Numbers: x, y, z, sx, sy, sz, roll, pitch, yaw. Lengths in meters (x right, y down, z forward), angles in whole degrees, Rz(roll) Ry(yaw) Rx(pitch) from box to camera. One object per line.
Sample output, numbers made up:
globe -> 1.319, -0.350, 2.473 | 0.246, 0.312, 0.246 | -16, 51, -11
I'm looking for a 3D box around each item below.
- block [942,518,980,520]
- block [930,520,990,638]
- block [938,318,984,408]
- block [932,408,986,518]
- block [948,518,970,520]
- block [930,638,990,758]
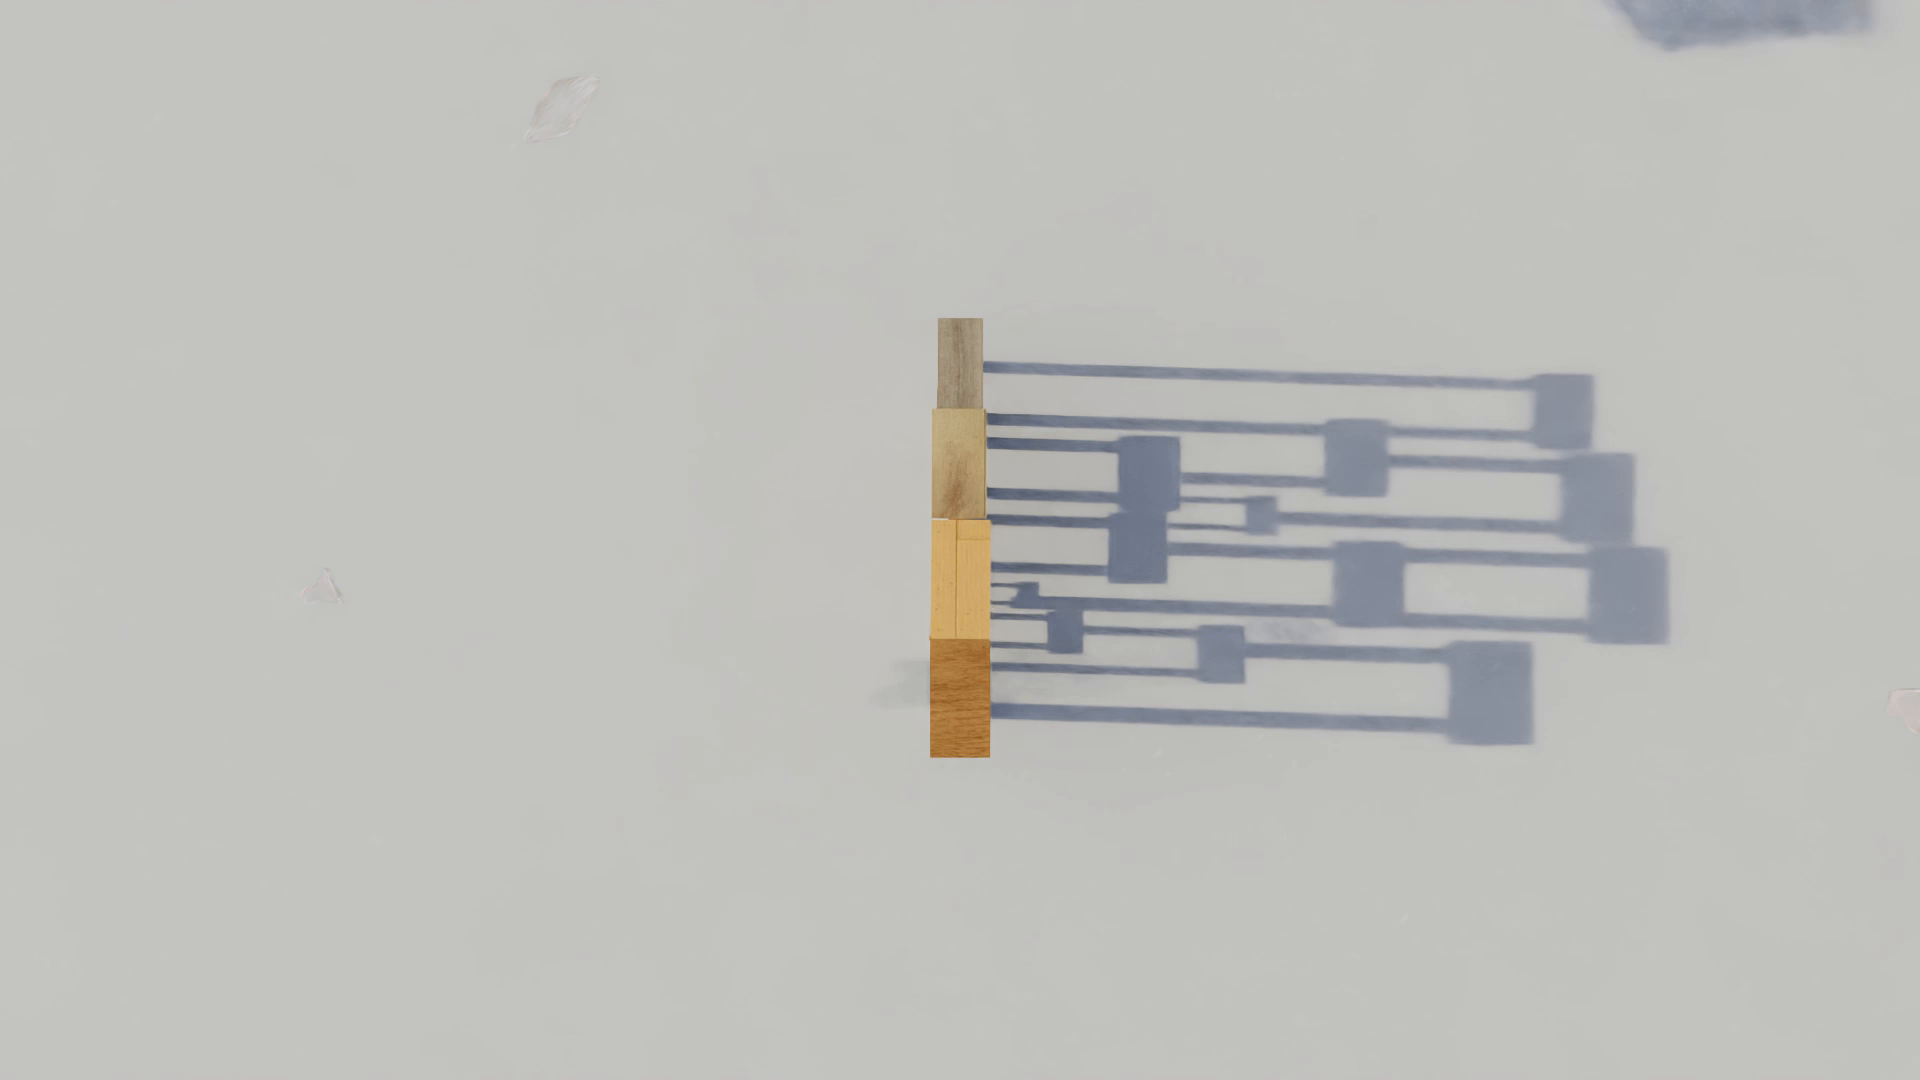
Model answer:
block -> 0.003, 0.007, 5.246 | 0.119, 0.034, 0.238 | 0, 90, 0
block -> 0.002, 0.108, 4.547 | 0.163, 0.046, 0.326 | 0, 90, 0
block -> 0.001, -0.495, 4.640 | 0.128, 0.036, 0.256 | 0, 90, 0
block -> -0.002, -0.212, 4.588 | 0.152, 0.043, 0.303 | 0, 90, 0
block -> -0.001, -0.118, 5.068 | 0.068, 0.019, 0.135 | 1, 90, 0
block -> 0.001, 0.450, 4.742 | 0.173, 0.049, 0.346 | 0, 90, 0
